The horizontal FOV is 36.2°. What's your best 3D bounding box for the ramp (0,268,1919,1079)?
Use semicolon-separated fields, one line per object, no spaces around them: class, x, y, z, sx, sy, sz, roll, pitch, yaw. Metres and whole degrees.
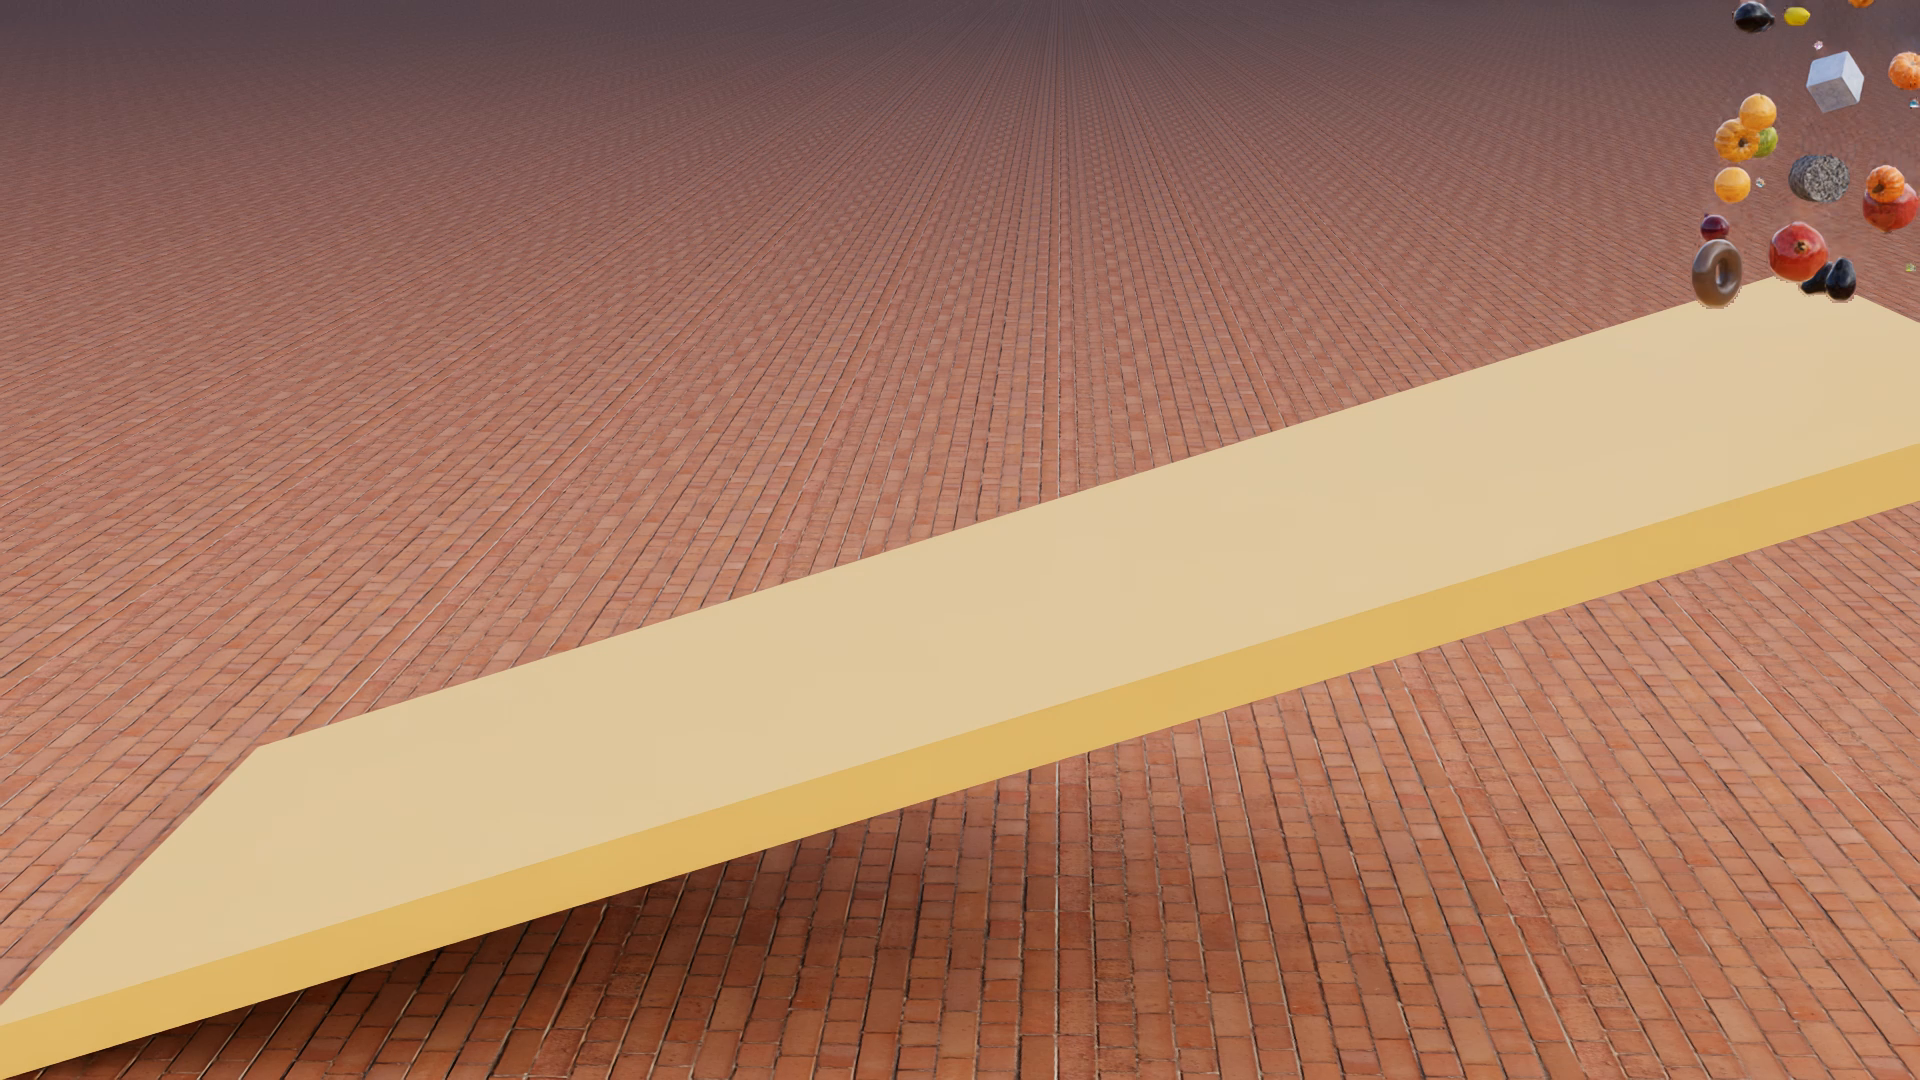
ramp;0.101;0.183;6.310;4.000;0.100;2.000;-17;10;5

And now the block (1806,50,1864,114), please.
block;1.763;-0.923;5.926;0.077;0.077;0.077;-12;43;41

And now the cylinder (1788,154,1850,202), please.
cylinder;1.744;-0.734;5.973;0.094;0.094;0.094;-1;9;-3

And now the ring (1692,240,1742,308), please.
ring;1.519;-0.535;5.901;0.137;0.137;0.046;-10;13;-40
